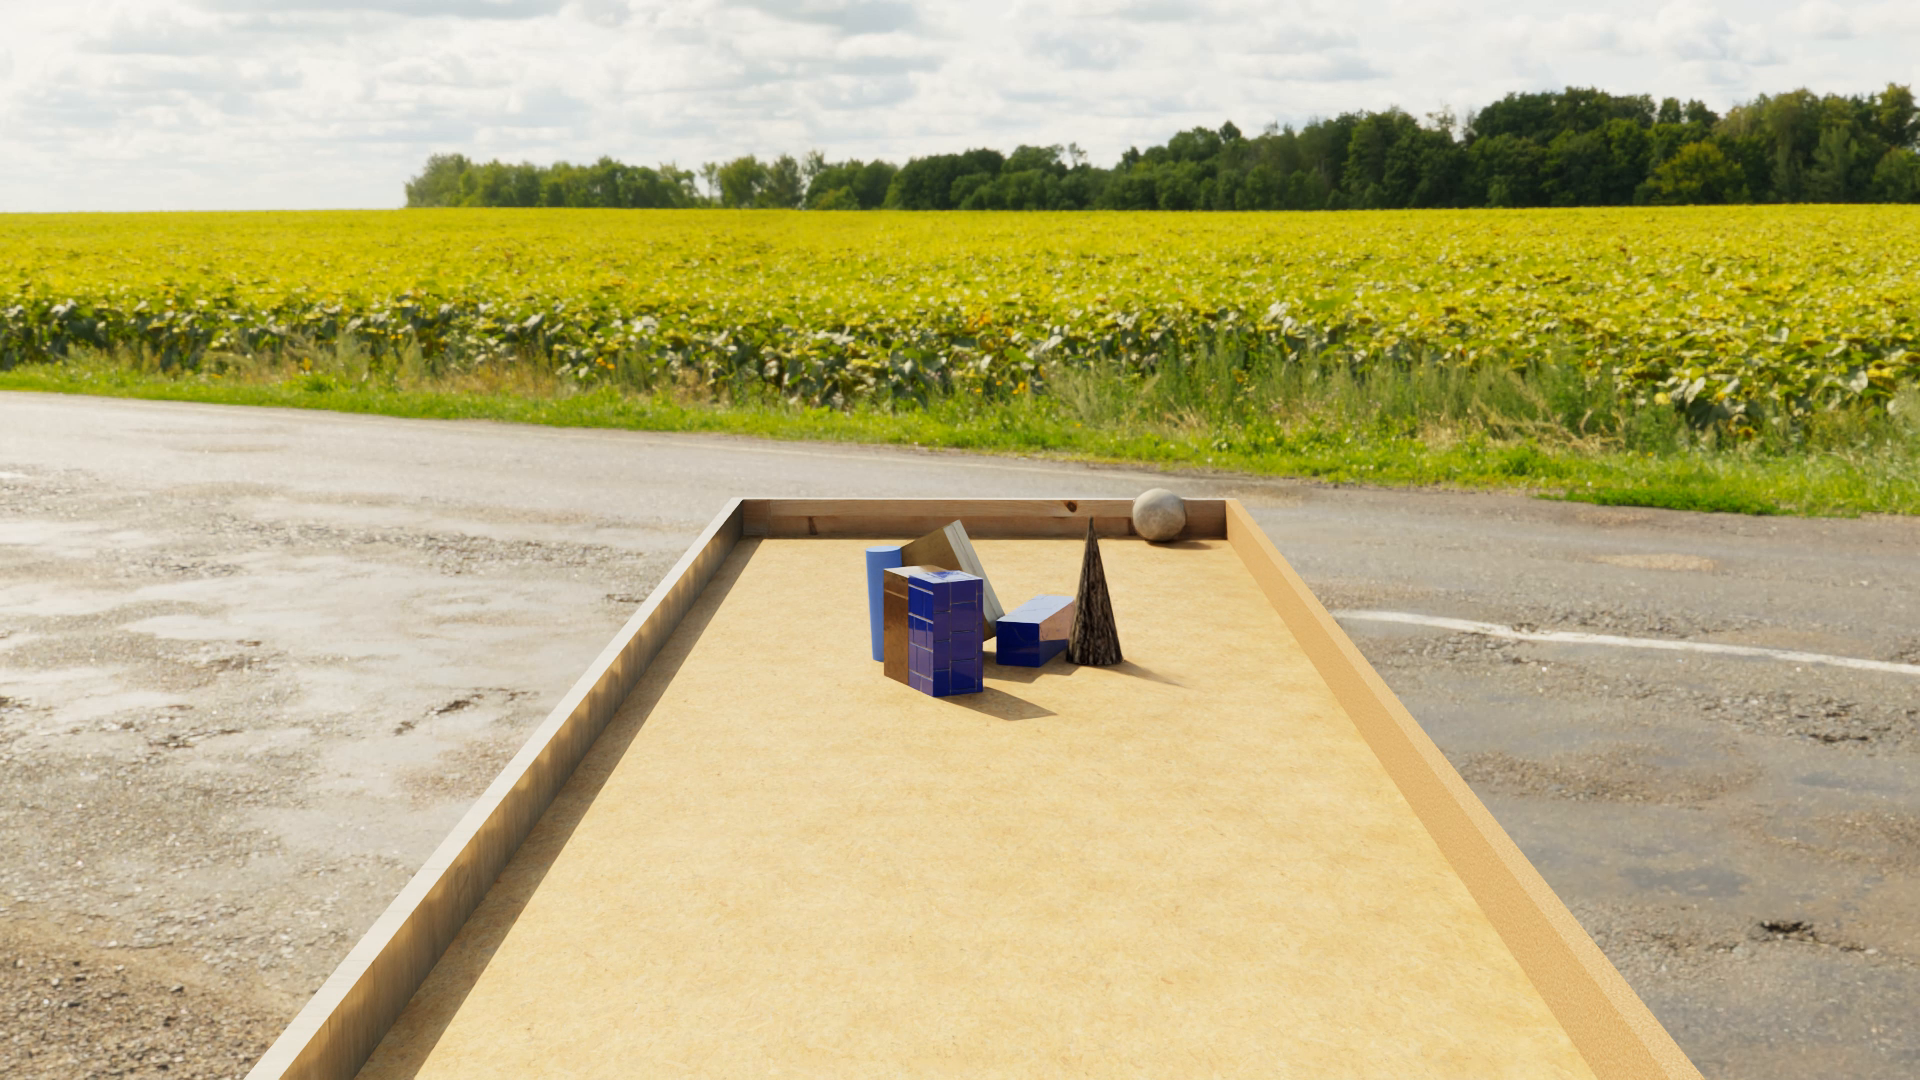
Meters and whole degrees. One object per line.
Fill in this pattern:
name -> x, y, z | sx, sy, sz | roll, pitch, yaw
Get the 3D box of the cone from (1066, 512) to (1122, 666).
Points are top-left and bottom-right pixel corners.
cone -> 0.401, 0.137, 6.646 | 0.174, 0.457, 0.174 | -2, 12, 0

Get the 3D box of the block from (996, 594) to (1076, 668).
block -> 0.244, 0.279, 6.820 | 0.135, 0.135, 0.459 | 3, 9, 18

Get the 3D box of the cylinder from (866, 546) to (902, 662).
cylinder -> -0.224, 0.192, 6.696 | 0.108, 0.338, 0.108 | -3, 10, 1

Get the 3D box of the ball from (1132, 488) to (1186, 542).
ball -> 0.812, -0.102, 8.954 | 0.219, 0.219, 0.219 | 0, 9, 0

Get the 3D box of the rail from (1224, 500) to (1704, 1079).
rail -> 1.046, 0.843, 3.208 | 0.050, 0.150, 12.000 | 0, 9, 1

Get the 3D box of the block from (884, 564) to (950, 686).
block -> -0.116, 0.248, 6.427 | 0.159, 0.318, 0.159 | -5, 11, -28

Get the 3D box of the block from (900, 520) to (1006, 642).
block -> -0.021, 0.149, 6.767 | 0.173, 0.368, 0.173 | -26, 0, 20

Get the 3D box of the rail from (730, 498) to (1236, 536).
rail -> 0.099, -0.098, 9.147 | 2.100, 0.150, 0.050 | 0, 9, 1

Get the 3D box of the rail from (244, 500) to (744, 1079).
rail -> -1.004, 0.839, 3.234 | 0.050, 0.150, 12.000 | 0, 9, 1

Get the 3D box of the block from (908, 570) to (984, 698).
block -> -0.041, 0.266, 6.283 | 0.158, 0.328, 0.158 | -5, 10, -27
